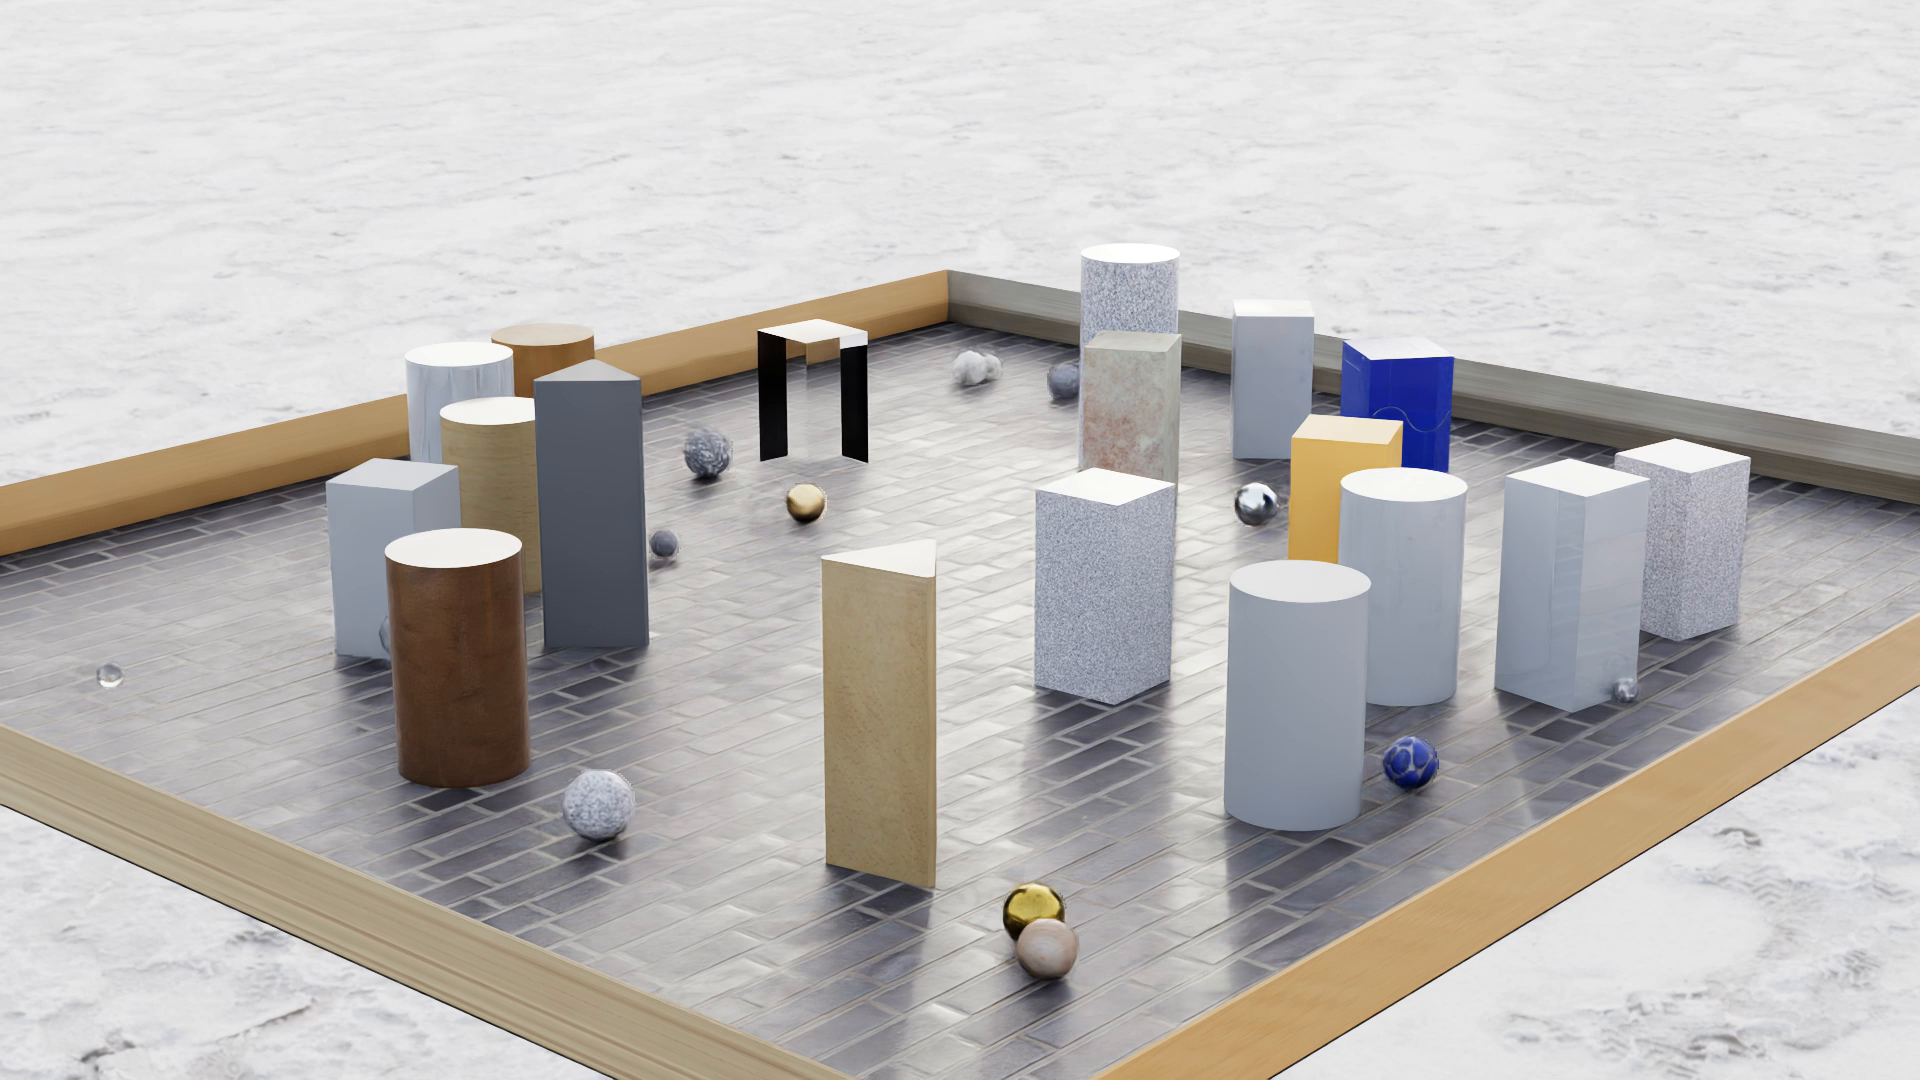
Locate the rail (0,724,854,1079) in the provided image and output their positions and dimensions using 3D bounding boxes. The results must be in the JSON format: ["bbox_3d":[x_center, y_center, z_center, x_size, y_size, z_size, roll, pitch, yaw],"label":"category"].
[{"bbox_3d":[-1.063,0.385,3.947,2.944,0.128,0.045,14,22,39],"label":"rail"}]

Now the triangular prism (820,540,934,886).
[{"bbox_3d":[-0.073,0.225,3.953,0.170,0.434,0.147,10,19,29],"label":"triangular prism"}]

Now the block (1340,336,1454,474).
[{"bbox_3d":[0.797,-0.174,5.391,0.157,0.367,0.157,-3,17,-11],"label":"block"}]

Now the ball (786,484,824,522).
[{"bbox_3d":[-0.293,-0.070,5.554,0.073,0.073,0.073,0,17,0],"label":"ball"}]

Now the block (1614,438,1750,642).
[{"bbox_3d":[1.211,-0.002,4.952,0.157,0.291,0.157,-13,21,-36],"label":"block"}]

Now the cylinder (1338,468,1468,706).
[{"bbox_3d":[0.694,0.072,4.633,0.196,0.333,0.196,0,17,0],"label":"cylinder"}]

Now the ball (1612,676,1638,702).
[{"bbox_3d":[1.044,0.235,4.600,0.041,0.041,0.041,0,17,0],"label":"ball"}]

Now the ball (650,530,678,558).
[{"bbox_3d":[-0.539,0.007,5.339,0.052,0.052,0.052,0,17,0],"label":"ball"}]

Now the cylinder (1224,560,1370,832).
[{"bbox_3d":[0.475,0.218,4.146,0.196,0.336,0.196,0,17,0],"label":"cylinder"}]

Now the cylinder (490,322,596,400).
[{"bbox_3d":[-0.800,-0.237,5.665,0.196,0.329,0.196,0,17,0],"label":"cylinder"}]

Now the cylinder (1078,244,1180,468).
[{"bbox_3d":[0.339,-0.363,5.902,0.196,0.435,0.196,0,17,0],"label":"cylinder"}]

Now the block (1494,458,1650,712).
[{"bbox_3d":[0.962,0.070,4.614,0.157,0.349,0.157,-14,22,-38],"label":"block"}]

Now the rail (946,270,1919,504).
[{"bbox_3d":[1.063,-0.322,6.293,2.944,0.128,0.045,14,22,39],"label":"rail"}]

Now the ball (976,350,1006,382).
[{"bbox_3d":[0.067,-0.393,6.664,0.076,0.076,0.076,0,17,0],"label":"ball"}]

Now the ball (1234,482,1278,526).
[{"bbox_3d":[0.558,-0.067,5.530,0.082,0.082,0.082,0,17,0],"label":"ball"}]

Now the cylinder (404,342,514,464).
[{"bbox_3d":[-0.920,-0.176,5.436,0.196,0.346,0.196,0,17,0],"label":"cylinder"}]

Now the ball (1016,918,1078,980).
[{"bbox_3d":[0.108,0.507,3.635,0.077,0.077,0.077,0,17,0],"label":"ball"}]

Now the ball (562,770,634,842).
[{"bbox_3d":[-0.501,0.368,4.061,0.098,0.098,0.098,0,17,0],"label":"ball"}]

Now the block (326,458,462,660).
[{"bbox_3d":[-0.927,0.033,4.834,0.157,0.293,0.157,5,18,18],"label":"block"}]

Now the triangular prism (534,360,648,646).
[{"bbox_3d":[-0.606,-0.062,4.871,0.170,0.454,0.147,-1,17,-2],"label":"triangular prism"}]

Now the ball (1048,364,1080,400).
[{"bbox_3d":[0.234,-0.350,6.476,0.077,0.077,0.077,0,17,0],"label":"ball"}]

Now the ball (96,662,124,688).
[{"bbox_3d":[-1.353,0.214,4.669,0.041,0.041,0.041,0,17,0],"label":"ball"}]

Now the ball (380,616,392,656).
[{"bbox_3d":[-0.893,0.152,4.725,0.084,0.084,0.084,0,17,0],"label":"ball"}]

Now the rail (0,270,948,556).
[{"bbox_3d":[-1.094,-0.242,6.029,0.045,0.128,3.292,14,22,39],"label":"rail"}]

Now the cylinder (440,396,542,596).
[{"bbox_3d":[-0.809,-0.077,5.167,0.196,0.311,0.196,0,17,0],"label":"cylinder"}]

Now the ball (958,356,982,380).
[{"bbox_3d":[0.023,-0.387,6.603,0.053,0.053,0.053,0,17,0],"label":"ball"}]

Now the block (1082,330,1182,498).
[{"bbox_3d":[0.332,-0.229,5.657,0.157,0.318,0.157,4,17,14],"label":"block"}]

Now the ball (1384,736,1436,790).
[{"bbox_3d":[0.651,0.323,4.247,0.076,0.076,0.076,0,17,0],"label":"ball"}]

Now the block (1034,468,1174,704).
[{"bbox_3d":[0.228,0.071,4.652,0.157,0.325,0.157,13,21,36],"label":"block"}]

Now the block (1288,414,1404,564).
[{"bbox_3d":[0.639,-0.013,4.878,0.157,0.355,0.157,5,18,16],"label":"block"}]

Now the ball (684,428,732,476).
[{"bbox_3d":[-0.504,-0.174,5.862,0.096,0.096,0.096,0,17,0],"label":"ball"}]

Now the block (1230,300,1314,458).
[{"bbox_3d":[0.640,-0.332,6.036,0.157,0.298,0.157,1,17,2],"label":"block"}]

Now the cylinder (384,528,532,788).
[{"bbox_3d":[-0.734,0.172,4.301,0.196,0.335,0.196,0,17,0],"label":"cylinder"}]

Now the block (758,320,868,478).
[{"bbox_3d":[-0.297,-0.289,5.933,0.157,0.275,0.157,-14,22,-39],"label":"block"}]

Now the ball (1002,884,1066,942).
[{"bbox_3d":[0.094,0.477,3.728,0.081,0.081,0.081,0,17,0],"label":"ball"}]

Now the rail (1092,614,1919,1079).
[{"bbox_3d":[1.094,0.306,4.211,0.045,0.128,3.292,14,22,39],"label":"rail"}]
